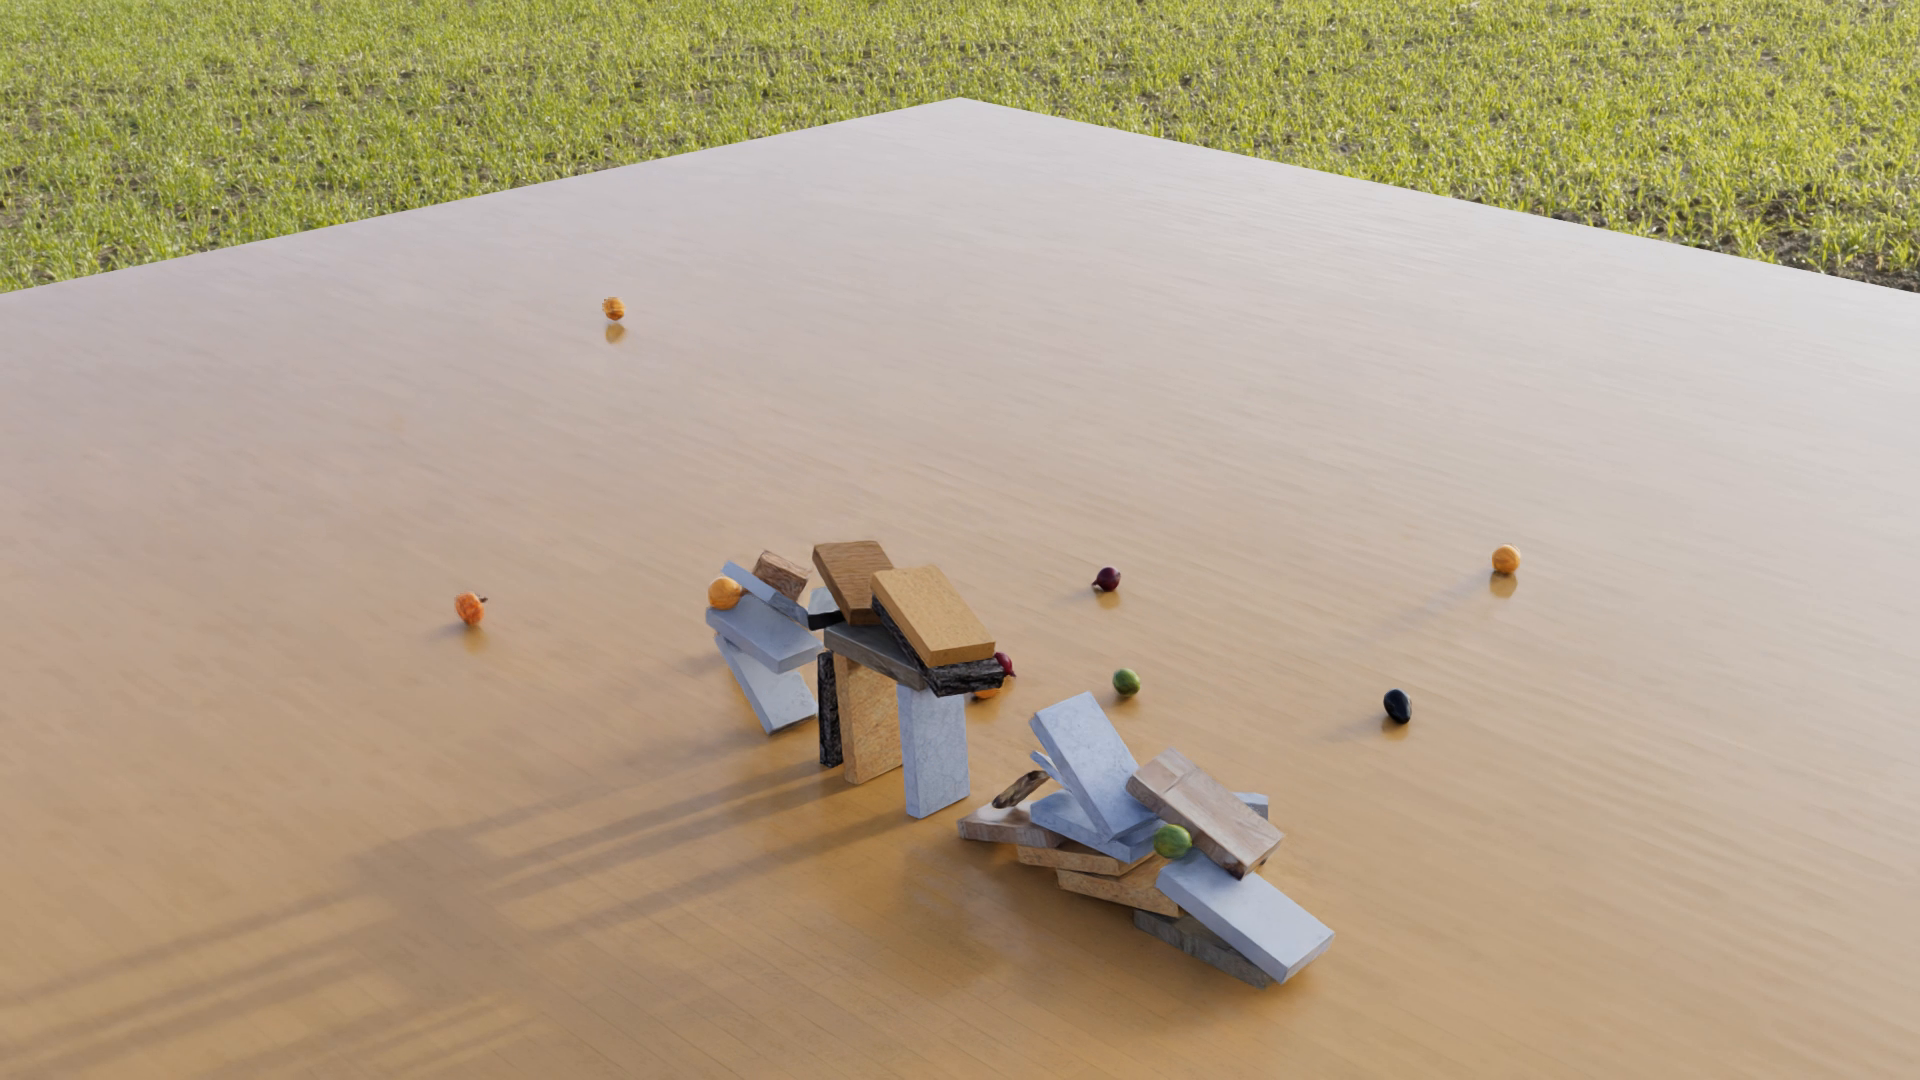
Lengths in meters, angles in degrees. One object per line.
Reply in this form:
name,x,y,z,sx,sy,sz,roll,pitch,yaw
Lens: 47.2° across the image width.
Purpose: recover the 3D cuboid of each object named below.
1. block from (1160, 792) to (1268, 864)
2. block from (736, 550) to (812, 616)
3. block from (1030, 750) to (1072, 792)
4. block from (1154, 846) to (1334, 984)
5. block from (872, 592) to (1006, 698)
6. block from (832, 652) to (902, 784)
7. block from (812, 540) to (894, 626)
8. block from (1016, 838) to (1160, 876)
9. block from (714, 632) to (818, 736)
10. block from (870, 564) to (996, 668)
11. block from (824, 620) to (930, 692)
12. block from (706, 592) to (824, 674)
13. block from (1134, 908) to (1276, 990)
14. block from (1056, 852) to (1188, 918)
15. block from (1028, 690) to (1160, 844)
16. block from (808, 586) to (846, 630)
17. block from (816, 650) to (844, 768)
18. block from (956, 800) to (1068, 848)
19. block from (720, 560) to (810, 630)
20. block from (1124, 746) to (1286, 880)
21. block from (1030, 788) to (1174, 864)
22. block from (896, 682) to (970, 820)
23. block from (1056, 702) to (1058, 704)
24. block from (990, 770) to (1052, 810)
block,0.460,0.554,4.279,0.273,0.136,0.039,3,25,7
block,-0.450,0.138,5.093,0.120,0.239,0.034,26,37,-10
block,0.190,0.450,4.237,0.060,0.017,0.120,30,6,-45
block,0.510,0.664,3.956,0.293,0.042,0.147,36,39,28
block,-0.047,0.195,4.382,0.141,0.040,0.321,-7,35,-26
block,-0.185,0.349,4.569,0.143,0.285,0.040,-21,25,-40
block,-0.202,0.088,4.613,0.141,0.040,0.283,-4,29,-20
block,0.244,0.588,4.198,0.252,0.036,0.126,0,16,44
block,-0.422,0.297,4.821,0.126,0.036,0.253,-18,68,-37
block,-0.056,0.148,4.378,0.141,0.040,0.283,-7,35,-26
block,-0.129,0.220,4.452,0.143,0.040,0.285,-21,31,-40
block,-0.426,0.202,4.785,0.126,0.036,0.253,-20,39,-39
block,0.479,0.717,4.018,0.293,0.042,0.147,21,31,40
block,0.341,0.634,4.130,0.293,0.042,0.147,6,21,45
block,0.257,0.422,4.112,0.136,0.039,0.273,-19,66,-36
block,-0.261,0.141,4.718,0.120,0.034,0.239,-8,12,0
block,-0.239,0.342,4.631,0.126,0.253,0.036,-21,31,-41
block,0.127,0.553,4.308,0.252,0.036,0.126,-1,16,46
block,-0.425,0.119,4.864,0.120,0.034,0.276,35,-4,-31
block,0.452,0.502,4.060,0.273,0.039,0.136,38,38,21
block,0.267,0.533,4.160,0.126,0.036,0.252,-21,28,-40
block,-0.053,0.404,4.440,0.143,0.285,0.040,-21,25,-40
block,0.202,0.372,4.178,0.060,0.017,0.120,-37,75,-12
block,0.119,0.489,4.308,0.060,0.120,0.017,-3,59,-45
